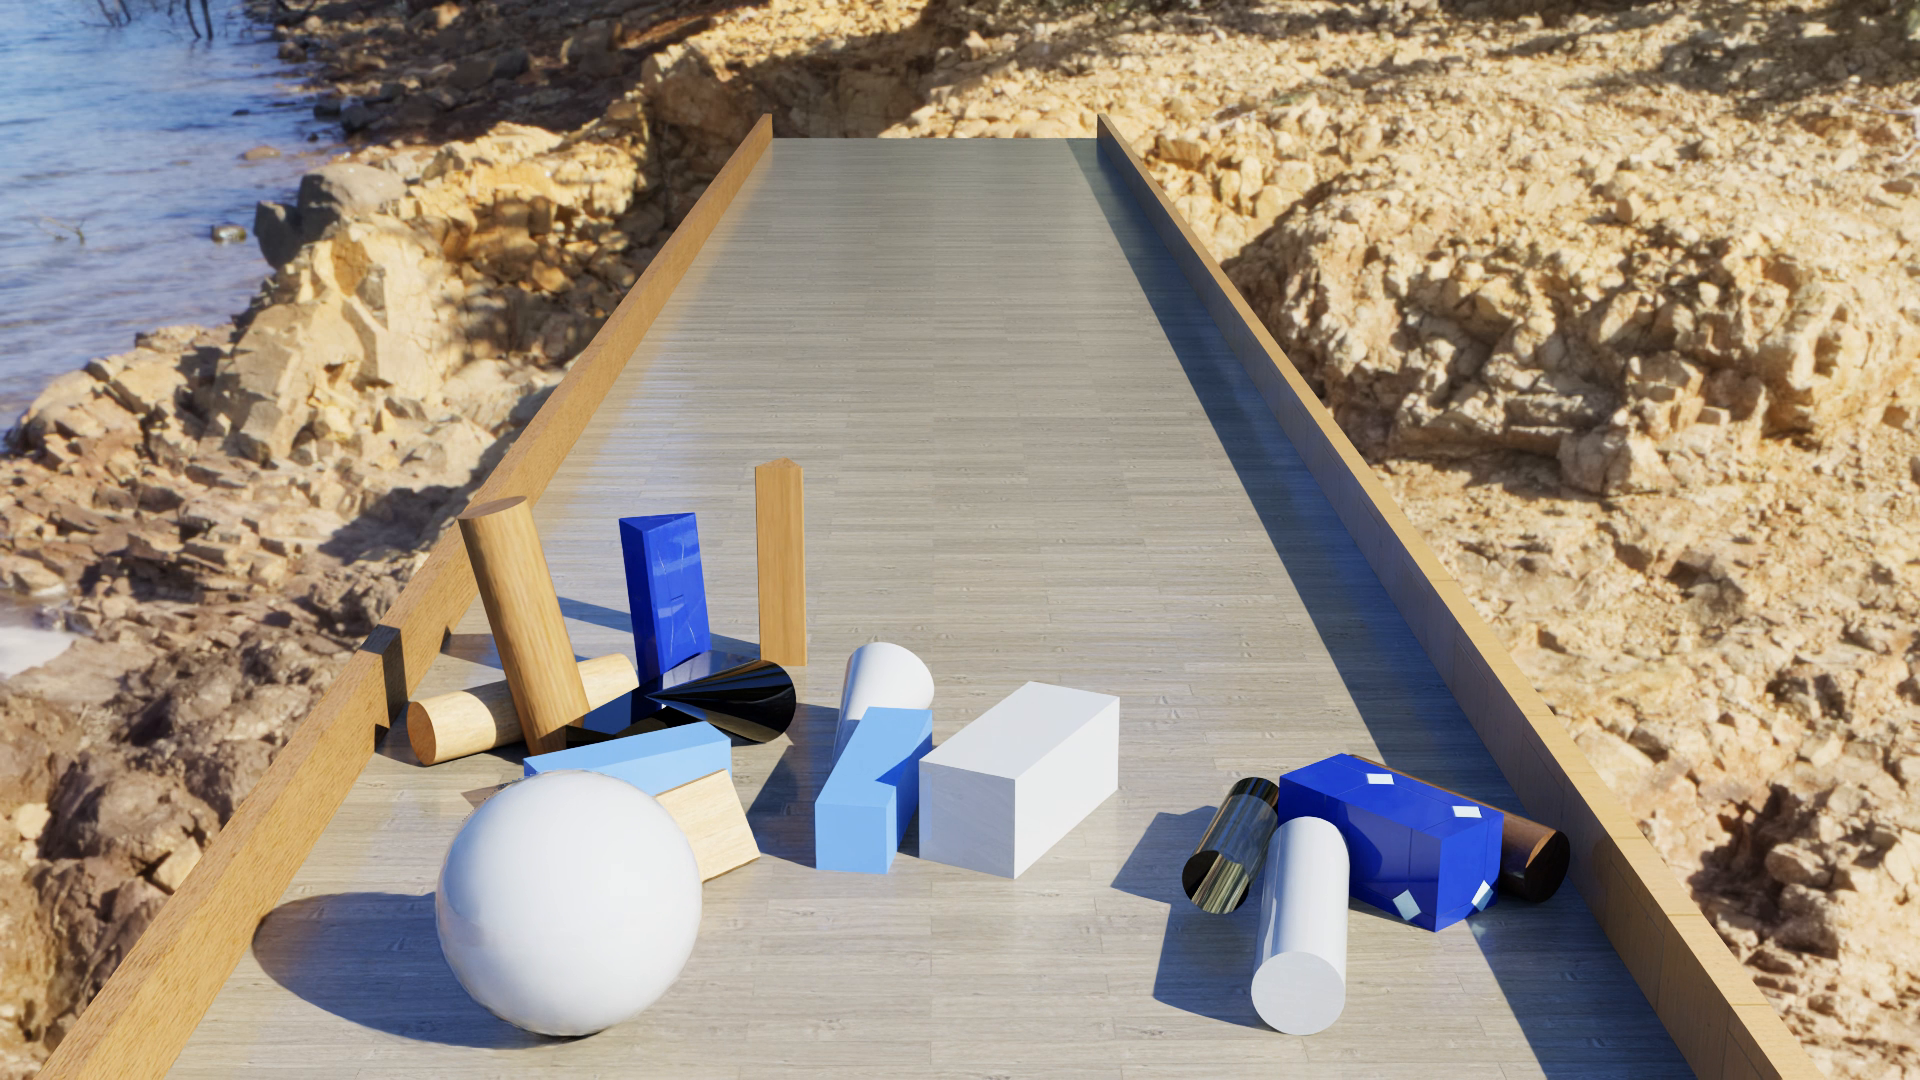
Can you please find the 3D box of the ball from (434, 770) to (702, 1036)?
[{"bbox_3d":[-0.526,0.488,2.964,0.355,0.355,0.355,0,17,0],"label":"ball"}]

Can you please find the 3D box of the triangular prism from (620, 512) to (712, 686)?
[{"bbox_3d":[-0.542,0.125,4.176,0.126,0.342,0.145,-12,15,-25],"label":"triangular prism"}]

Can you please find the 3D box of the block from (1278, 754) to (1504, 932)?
[{"bbox_3d":[0.661,0.463,3.406,0.150,0.150,0.316,-14,21,-38],"label":"block"}]

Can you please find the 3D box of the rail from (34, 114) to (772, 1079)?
[{"bbox_3d":[-1.118,-0.838,7.780,0.050,0.150,12.000,0,17,-1],"label":"rail"}]

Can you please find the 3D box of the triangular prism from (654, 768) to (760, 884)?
[{"bbox_3d":[-0.513,0.473,3.389,0.154,0.133,0.415,15,22,39],"label":"triangular prism"}]

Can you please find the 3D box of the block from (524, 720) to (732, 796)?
[{"bbox_3d":[-0.558,0.399,3.710,0.332,0.100,0.100,-10,19,-30],"label":"block"}]

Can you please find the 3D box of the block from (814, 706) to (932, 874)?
[{"bbox_3d":[-0.138,0.408,3.654,0.113,0.113,0.430,3,17,9],"label":"block"}]

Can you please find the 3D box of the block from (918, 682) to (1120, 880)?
[{"bbox_3d":[0.103,0.388,3.626,0.169,0.169,0.405,8,18,26],"label":"block"}]

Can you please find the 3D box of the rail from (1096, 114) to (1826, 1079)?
[{"bbox_3d":[0.932,-0.844,7.801,0.050,0.150,12.000,0,17,-1],"label":"rail"}]

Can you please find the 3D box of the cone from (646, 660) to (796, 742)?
[{"bbox_3d":[-0.445,0.276,3.823,0.151,0.151,0.376,9,-1,26],"label":"cone"}]

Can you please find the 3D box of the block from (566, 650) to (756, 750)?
[{"bbox_3d":[-0.533,0.319,3.974,0.102,0.102,0.441,9,19,27],"label":"block"}]

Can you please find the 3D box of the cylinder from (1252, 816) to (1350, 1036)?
[{"bbox_3d":[0.495,0.547,3.169,0.125,0.125,0.450,3,17,10],"label":"cylinder"}]

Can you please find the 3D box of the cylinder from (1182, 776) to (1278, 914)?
[{"bbox_3d":[0.435,0.475,3.448,0.104,0.104,0.300,6,17,19],"label":"cylinder"}]

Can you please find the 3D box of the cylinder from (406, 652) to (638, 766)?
[{"bbox_3d":[-0.790,0.305,3.999,0.408,0.116,0.116,-13,21,-37],"label":"cylinder"}]

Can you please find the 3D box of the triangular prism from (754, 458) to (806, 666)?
[{"bbox_3d":[-0.349,0.043,4.366,0.093,0.407,0.080,1,17,4],"label":"triangular prism"}]

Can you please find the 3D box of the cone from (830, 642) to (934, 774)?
[{"bbox_3d":[-0.179,0.346,3.917,0.172,0.172,0.336,5,32,17],"label":"cone"}]

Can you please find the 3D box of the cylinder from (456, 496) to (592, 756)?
[{"bbox_3d":[-0.757,0.159,3.864,0.125,0.456,0.125,-13,14,3],"label":"cylinder"}]

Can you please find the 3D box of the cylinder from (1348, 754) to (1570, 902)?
[{"bbox_3d":[0.767,0.454,3.497,0.116,0.116,0.400,-13,21,-38],"label":"cylinder"}]
